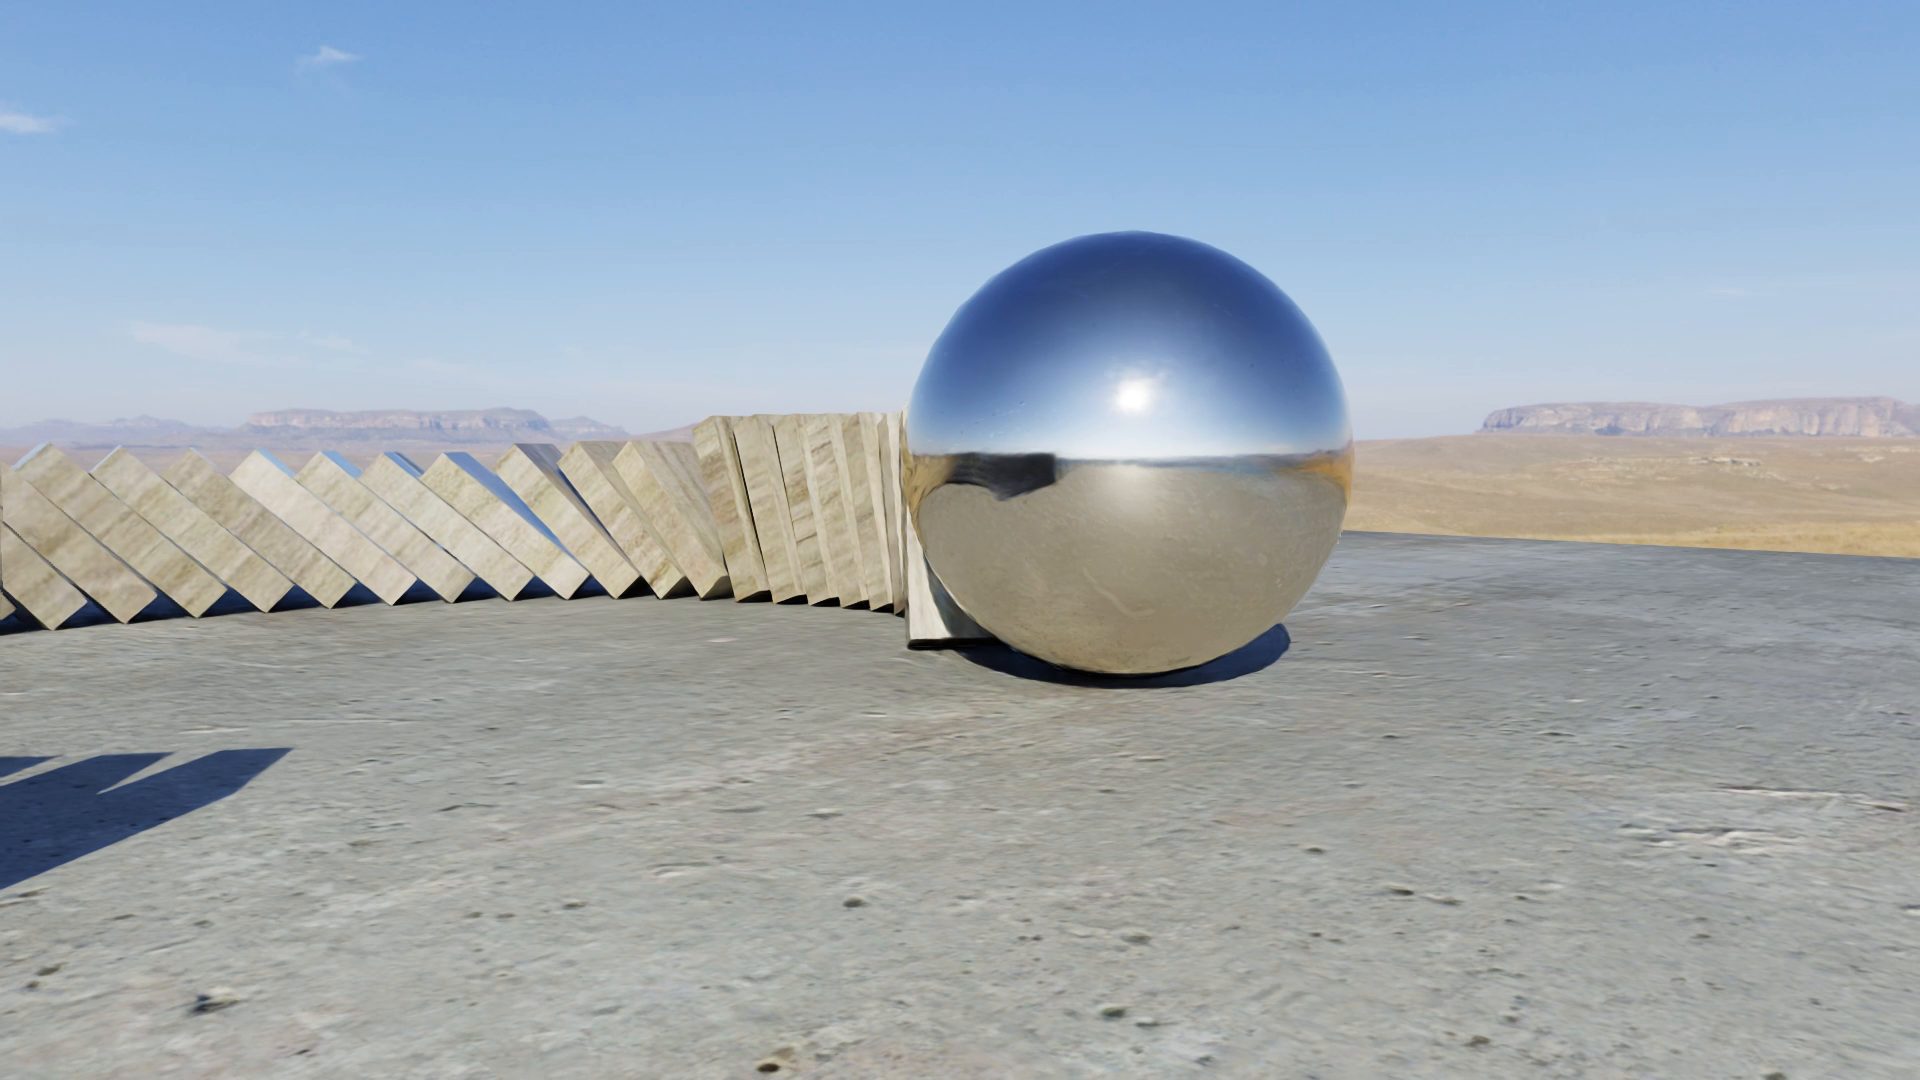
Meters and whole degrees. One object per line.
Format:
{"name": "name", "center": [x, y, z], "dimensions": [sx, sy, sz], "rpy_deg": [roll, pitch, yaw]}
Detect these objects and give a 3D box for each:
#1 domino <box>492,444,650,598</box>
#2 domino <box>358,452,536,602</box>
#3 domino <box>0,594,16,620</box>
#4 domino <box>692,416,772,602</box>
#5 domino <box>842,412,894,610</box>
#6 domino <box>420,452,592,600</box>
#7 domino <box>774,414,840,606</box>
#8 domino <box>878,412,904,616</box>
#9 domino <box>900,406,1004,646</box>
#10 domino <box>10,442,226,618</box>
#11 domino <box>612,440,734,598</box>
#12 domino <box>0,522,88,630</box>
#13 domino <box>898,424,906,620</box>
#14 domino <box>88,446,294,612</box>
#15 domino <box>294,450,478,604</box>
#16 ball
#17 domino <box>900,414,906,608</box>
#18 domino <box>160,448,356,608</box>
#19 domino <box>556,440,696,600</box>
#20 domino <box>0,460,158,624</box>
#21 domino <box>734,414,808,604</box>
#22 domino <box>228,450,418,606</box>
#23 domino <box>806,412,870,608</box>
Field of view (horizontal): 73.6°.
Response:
{"name": "domino", "center": [-0.107, -0.006, 0.364], "dimensions": [0.010, 0.050, 0.025], "rpy_deg": [-44, -1, 7]}
{"name": "domino", "center": [-0.139, -0.004, 0.354], "dimensions": [0.050, 0.010, 0.025], "rpy_deg": [42, -6, -13]}
{"name": "domino", "center": [-0.232, -0.001, 0.276], "dimensions": [0.025, 0.050, 0.009], "rpy_deg": [3, 42, 33]}
{"name": "domino", "center": [-0.056, -0.009, 0.356], "dimensions": [0.010, 0.050, 0.025], "rpy_deg": [-24, -12, 38]}
{"name": "domino", "center": [-0.014, -0.008, 0.334], "dimensions": [0.025, 0.050, 0.009], "rpy_deg": [-3, -13, -33]}
{"name": "domino", "center": [-0.124, -0.004, 0.358], "dimensions": [0.050, 0.009, 0.025], "rpy_deg": [41, -2, -8]}
{"name": "domino", "center": [-0.033, -0.009, 0.347], "dimensions": [0.025, 0.050, 0.009], "rpy_deg": [-4, -12, -43]}
{"name": "domino", "center": [-0.005, -0.007, 0.324], "dimensions": [0.025, 0.050, 0.009], "rpy_deg": [-1, -14, -18]}
{"name": "domino", "center": [0.001, -0.003, 0.272], "dimensions": [0.025, 0.050, 0.009], "rpy_deg": [-1, -14, -7]}
{"name": "domino", "center": [-0.205, -0.002, 0.312], "dimensions": [0.025, 0.050, 0.009], "rpy_deg": [5, 50, 51]}
{"name": "domino", "center": [-0.075, -0.007, 0.364], "dimensions": [0.009, 0.050, 0.025], "rpy_deg": [-46, -21, 24]}
{"name": "domino", "center": [-0.224, -0.001, 0.289], "dimensions": [0.025, 0.050, 0.010], "rpy_deg": [4, 45, 40]}
{"name": "domino", "center": [-0.001, -0.006, 0.312], "dimensions": [0.025, 0.050, 0.009], "rpy_deg": [-1, -14, -7]}
{"name": "domino", "center": [-0.193, -0.003, 0.323], "dimensions": [0.050, 0.010, 0.025], "rpy_deg": [49, -23, -27]}
{"name": "domino", "center": [-0.154, -0.004, 0.348], "dimensions": [0.050, 0.010, 0.025], "rpy_deg": [43, -9, -16]}
{"name": "ball", "center": [0.029, -0.015, 0.232], "dimensions": [0.080, 0.080, 0.080], "rpy_deg": [0, 4, 0]}
{"name": "domino", "center": [0.000, -0.004, 0.282], "dimensions": [0.025, 0.050, 0.009], "rpy_deg": [-1, -14, -7]}
{"name": "domino", "center": [-0.181, -0.003, 0.333], "dimensions": [0.050, 0.009, 0.025], "rpy_deg": [46, -18, -23]}
{"name": "domino", "center": [-0.090, -0.007, 0.365], "dimensions": [0.009, 0.050, 0.025], "rpy_deg": [-44, -12, 18]}
{"name": "domino", "center": [-0.215, -0.002, 0.302], "dimensions": [0.025, 0.050, 0.010], "rpy_deg": [5, 48, 48]}
{"name": "domino", "center": [-0.044, -0.009, 0.351], "dimensions": [0.009, 0.050, 0.025], "rpy_deg": [-20, -10, 39]}
{"name": "domino", "center": [-0.168, -0.004, 0.341], "dimensions": [0.050, 0.009, 0.025], "rpy_deg": [44, -13, -20]}
{"name": "domino", "center": [-0.023, -0.008, 0.341], "dimensions": [0.025, 0.050, 0.009], "rpy_deg": [-4, -12, -41]}
